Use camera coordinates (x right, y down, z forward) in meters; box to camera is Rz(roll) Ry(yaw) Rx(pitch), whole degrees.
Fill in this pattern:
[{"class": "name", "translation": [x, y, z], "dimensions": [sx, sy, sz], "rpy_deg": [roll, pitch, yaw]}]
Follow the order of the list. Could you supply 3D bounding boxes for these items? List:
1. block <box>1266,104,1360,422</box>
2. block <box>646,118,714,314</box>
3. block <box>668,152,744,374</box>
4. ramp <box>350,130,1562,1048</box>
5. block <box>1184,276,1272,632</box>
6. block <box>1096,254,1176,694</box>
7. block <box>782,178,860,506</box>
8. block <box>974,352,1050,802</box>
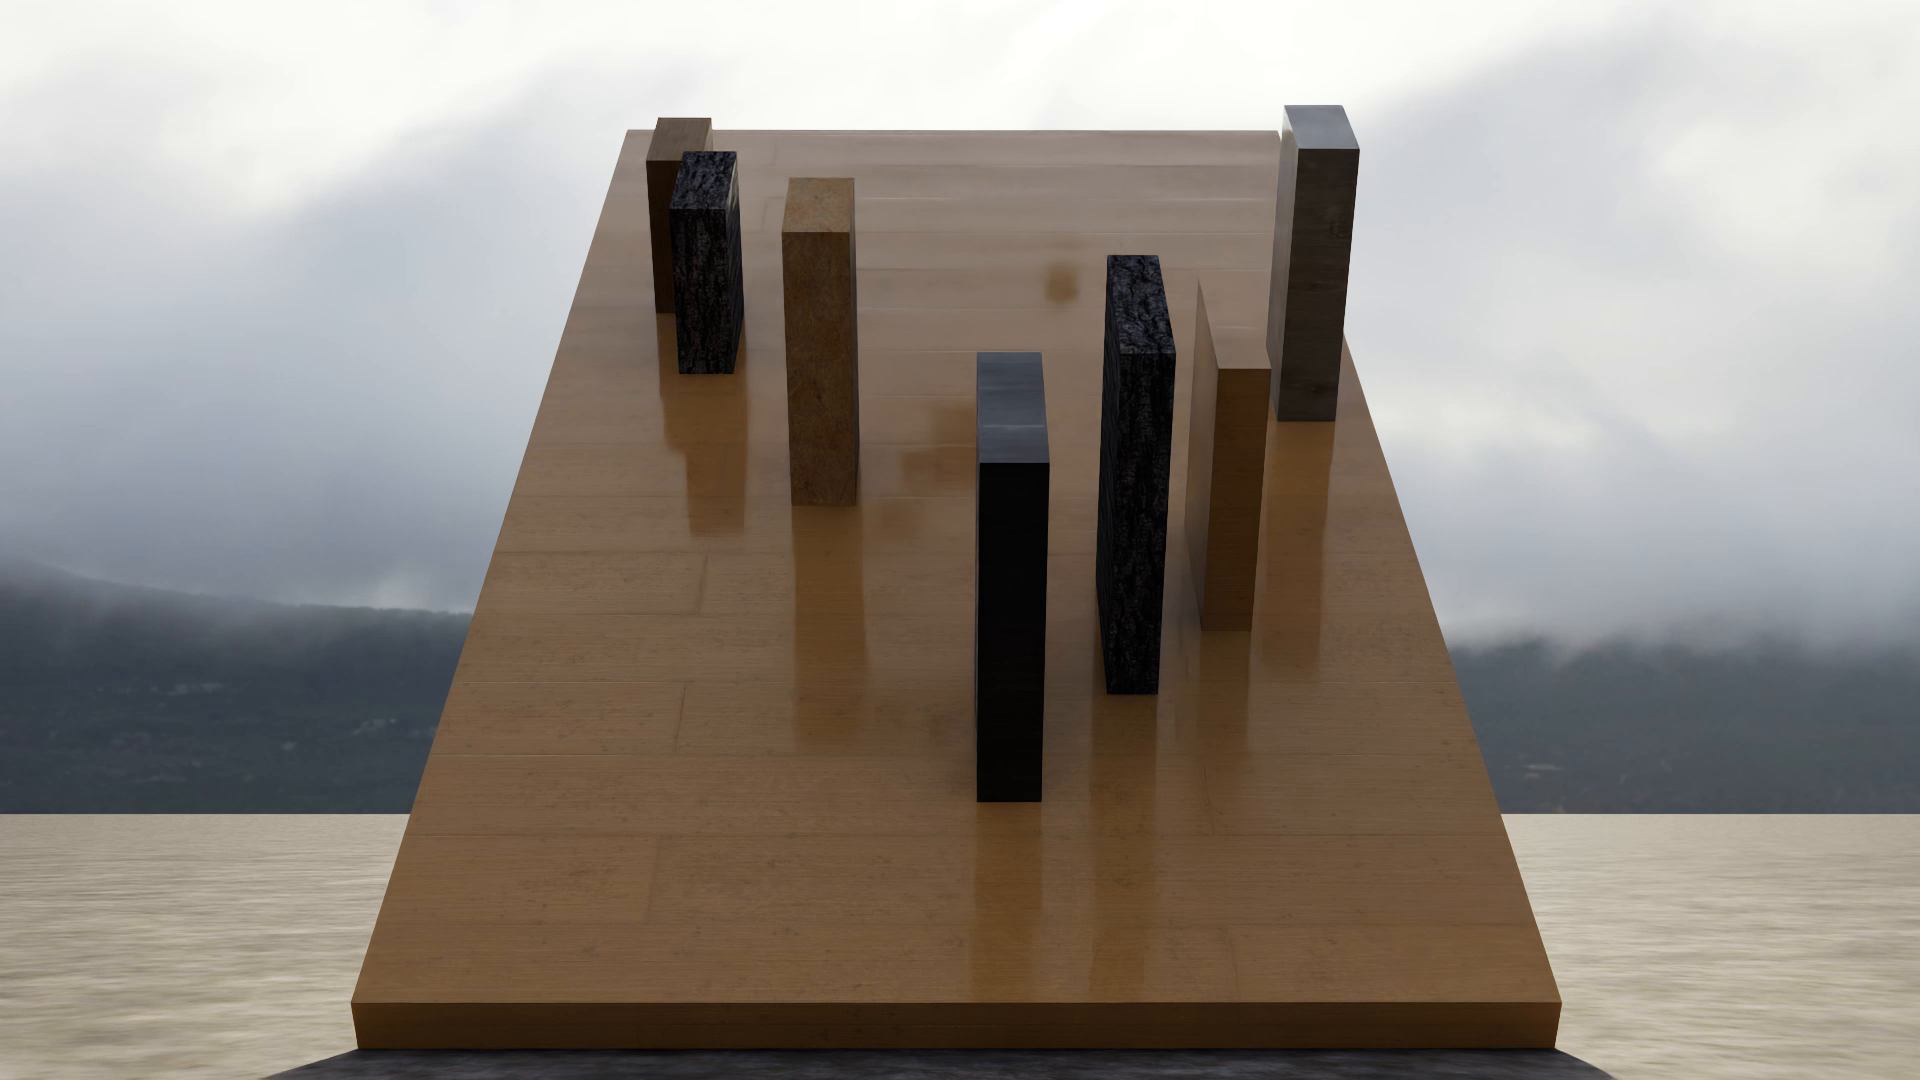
[{"class": "block", "translation": [0.827, -0.652, 5.732], "dimensions": [0.138, 0.690, 0.282], "rpy_deg": [0, 30, 0]}, {"class": "block", "translation": [-0.721, -0.848, 6.321], "dimensions": [0.140, 0.422, 0.305], "rpy_deg": [0, 30, 0]}, {"class": "block", "translation": [-0.628, -0.695, 6.043], "dimensions": [0.134, 0.439, 0.374], "rpy_deg": [0, 30, 0]}, {"class": "ramp", "translation": [-0.013, -0.206, 5.747], "dimensions": [2.000, 0.100, 4.000], "rpy_deg": [0, 30, 0]}, {"class": "block", "translation": [0.548, -0.182, 5.017], "dimensions": [0.102, 0.601, 0.434], "rpy_deg": [0, 30, 0]}, {"class": "block", "translation": [0.341, -0.129, 4.782], "dimensions": [0.100, 0.746, 0.442], "rpy_deg": [0, 30, 0]}, {"class": "block", "translation": [-0.306, -0.439, 5.391], "dimensions": [0.143, 0.661, 0.305], "rpy_deg": [0, 30, 0]}, {"class": "block", "translation": [0.091, 0.068, 4.477], "dimensions": [0.120, 0.714, 0.428], "rpy_deg": [0, 30, 0]}]
